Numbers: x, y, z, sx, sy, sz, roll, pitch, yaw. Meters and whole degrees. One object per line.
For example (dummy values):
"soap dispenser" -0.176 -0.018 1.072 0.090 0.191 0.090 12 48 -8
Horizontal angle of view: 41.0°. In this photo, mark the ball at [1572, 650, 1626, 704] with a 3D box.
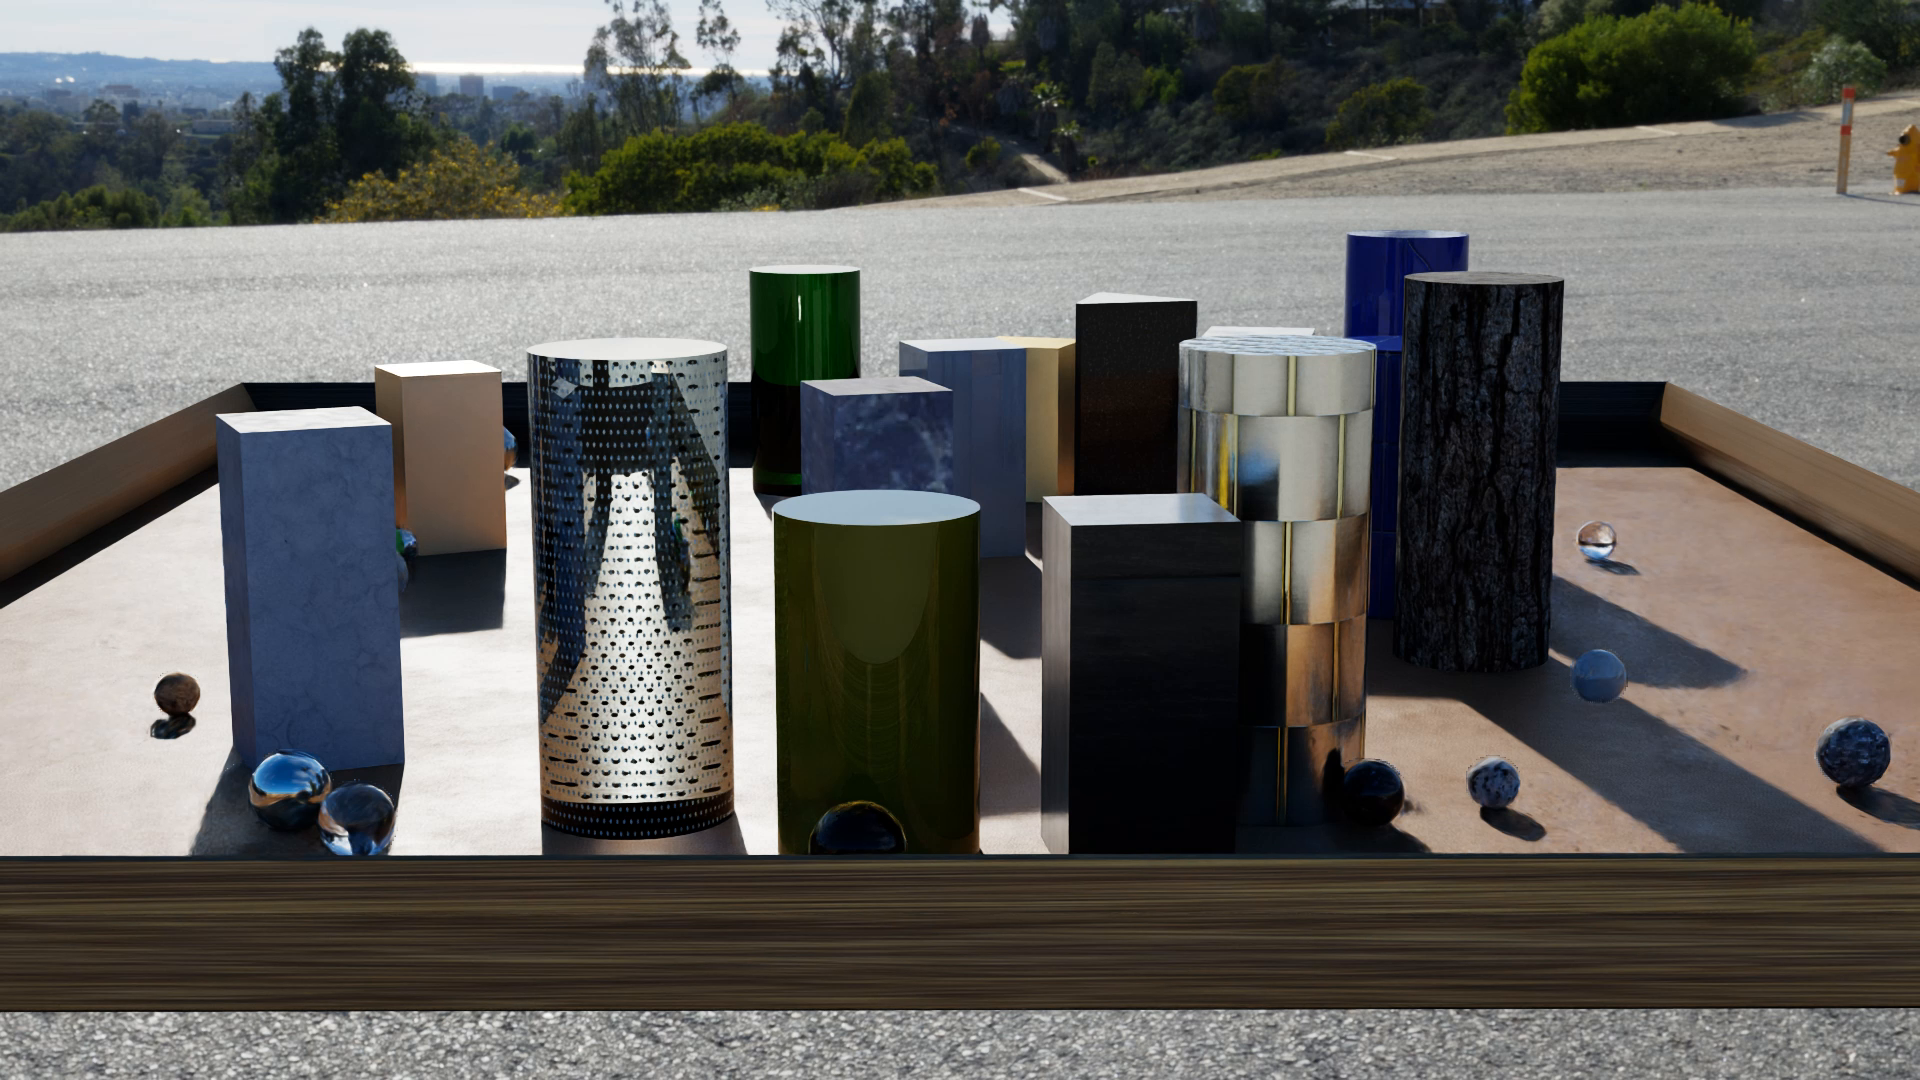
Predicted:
"ball" 0.735 0.157 2.951 0.062 0.062 0.062 0 11 0

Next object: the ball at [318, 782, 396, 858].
"ball" -0.558 0.260 2.372 0.071 0.071 0.071 0 11 0

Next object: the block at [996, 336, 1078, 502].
"block" 0.115 -0.207 4.361 0.152 0.260 0.152 4 11 19

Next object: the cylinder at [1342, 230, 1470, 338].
"cylinder" 0.695 -0.248 4.031 0.190 0.464 0.190 0 11 0

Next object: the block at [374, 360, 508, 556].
"block" -0.790 -0.127 3.903 0.152 0.271 0.152 -5 12 -27

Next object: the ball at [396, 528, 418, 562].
"ball" -0.823 0.008 3.779 0.051 0.051 0.051 0 11 0

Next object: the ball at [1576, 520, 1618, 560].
"ball" 0.944 0.000 3.804 0.058 0.058 0.058 0 11 0

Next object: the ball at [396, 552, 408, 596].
"ball" -0.792 0.047 3.479 0.085 0.085 0.085 0 11 0

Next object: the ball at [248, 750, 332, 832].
"ball" -0.642 0.241 2.459 0.078 0.078 0.078 0 11 0

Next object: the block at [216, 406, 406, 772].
"block" -0.686 0.051 2.707 0.152 0.360 0.152 -5 12 -25

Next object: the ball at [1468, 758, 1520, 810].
"ball" 0.527 0.240 2.534 0.051 0.051 0.051 0 11 0

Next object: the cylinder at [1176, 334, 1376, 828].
"cylinder" 0.308 0.035 2.527 0.190 0.457 0.190 0 11 0

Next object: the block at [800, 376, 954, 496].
"block" -0.105 -0.030 3.223 0.152 0.330 0.152 -4 11 -18

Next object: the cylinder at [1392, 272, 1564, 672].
"cylinder" 0.635 -0.088 3.153 0.190 0.469 0.190 0 11 0

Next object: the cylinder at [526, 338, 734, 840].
"cylinder" -0.317 0.042 2.486 0.190 0.458 0.190 0 11 0

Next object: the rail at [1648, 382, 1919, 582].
"rail" 1.339 0.030 3.457 0.045 0.124 2.977 0 11 0

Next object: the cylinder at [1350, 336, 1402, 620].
"cylinder" 0.588 -0.086 3.450 0.190 0.358 0.190 0 11 0

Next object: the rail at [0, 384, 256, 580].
"rail" -1.339 0.033 3.442 0.045 0.124 2.977 0 11 0

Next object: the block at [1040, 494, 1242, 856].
"block" 0.162 0.133 2.352 0.152 0.328 0.152 -1 11 -7

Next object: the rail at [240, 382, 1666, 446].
"rail" -0.008 -0.236 4.889 2.725 0.124 0.045 0 11 0

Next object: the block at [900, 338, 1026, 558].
"block" 0.003 -0.140 3.864 0.152 0.311 0.152 -3 11 -17

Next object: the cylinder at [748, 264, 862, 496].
"cylinder" -0.265 -0.276 4.414 0.190 0.379 0.190 0 11 0

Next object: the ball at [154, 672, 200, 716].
"ball" -0.883 0.174 2.896 0.049 0.049 0.049 0 11 0

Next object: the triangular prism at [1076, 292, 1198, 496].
"triangular prism" 0.209 -0.111 3.402 0.165 0.423 0.143 -3 11 -16

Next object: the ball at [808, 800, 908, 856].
"ball" -0.090 0.273 2.261 0.087 0.087 0.087 0 11 0

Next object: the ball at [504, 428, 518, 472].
"ball" -0.833 -0.161 4.587 0.089 0.089 0.089 0 11 0

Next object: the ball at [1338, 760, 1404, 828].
"ball" 0.397 0.245 2.474 0.064 0.064 0.064 0 11 0

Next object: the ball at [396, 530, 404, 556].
"ball" -0.842 0.010 3.706 0.075 0.075 0.075 0 11 0

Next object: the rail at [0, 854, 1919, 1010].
"rail" 0.008 0.300 2.009 2.725 0.124 0.045 0 11 0

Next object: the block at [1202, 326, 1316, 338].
"block" 0.430 -0.130 3.721 0.152 0.344 0.152 2 11 10

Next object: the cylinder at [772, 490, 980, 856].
"cylinder" -0.076 0.130 2.376 0.190 0.326 0.190 0 11 0

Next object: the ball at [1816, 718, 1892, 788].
"ball" 0.909 0.216 2.609 0.071 0.071 0.071 0 11 0
